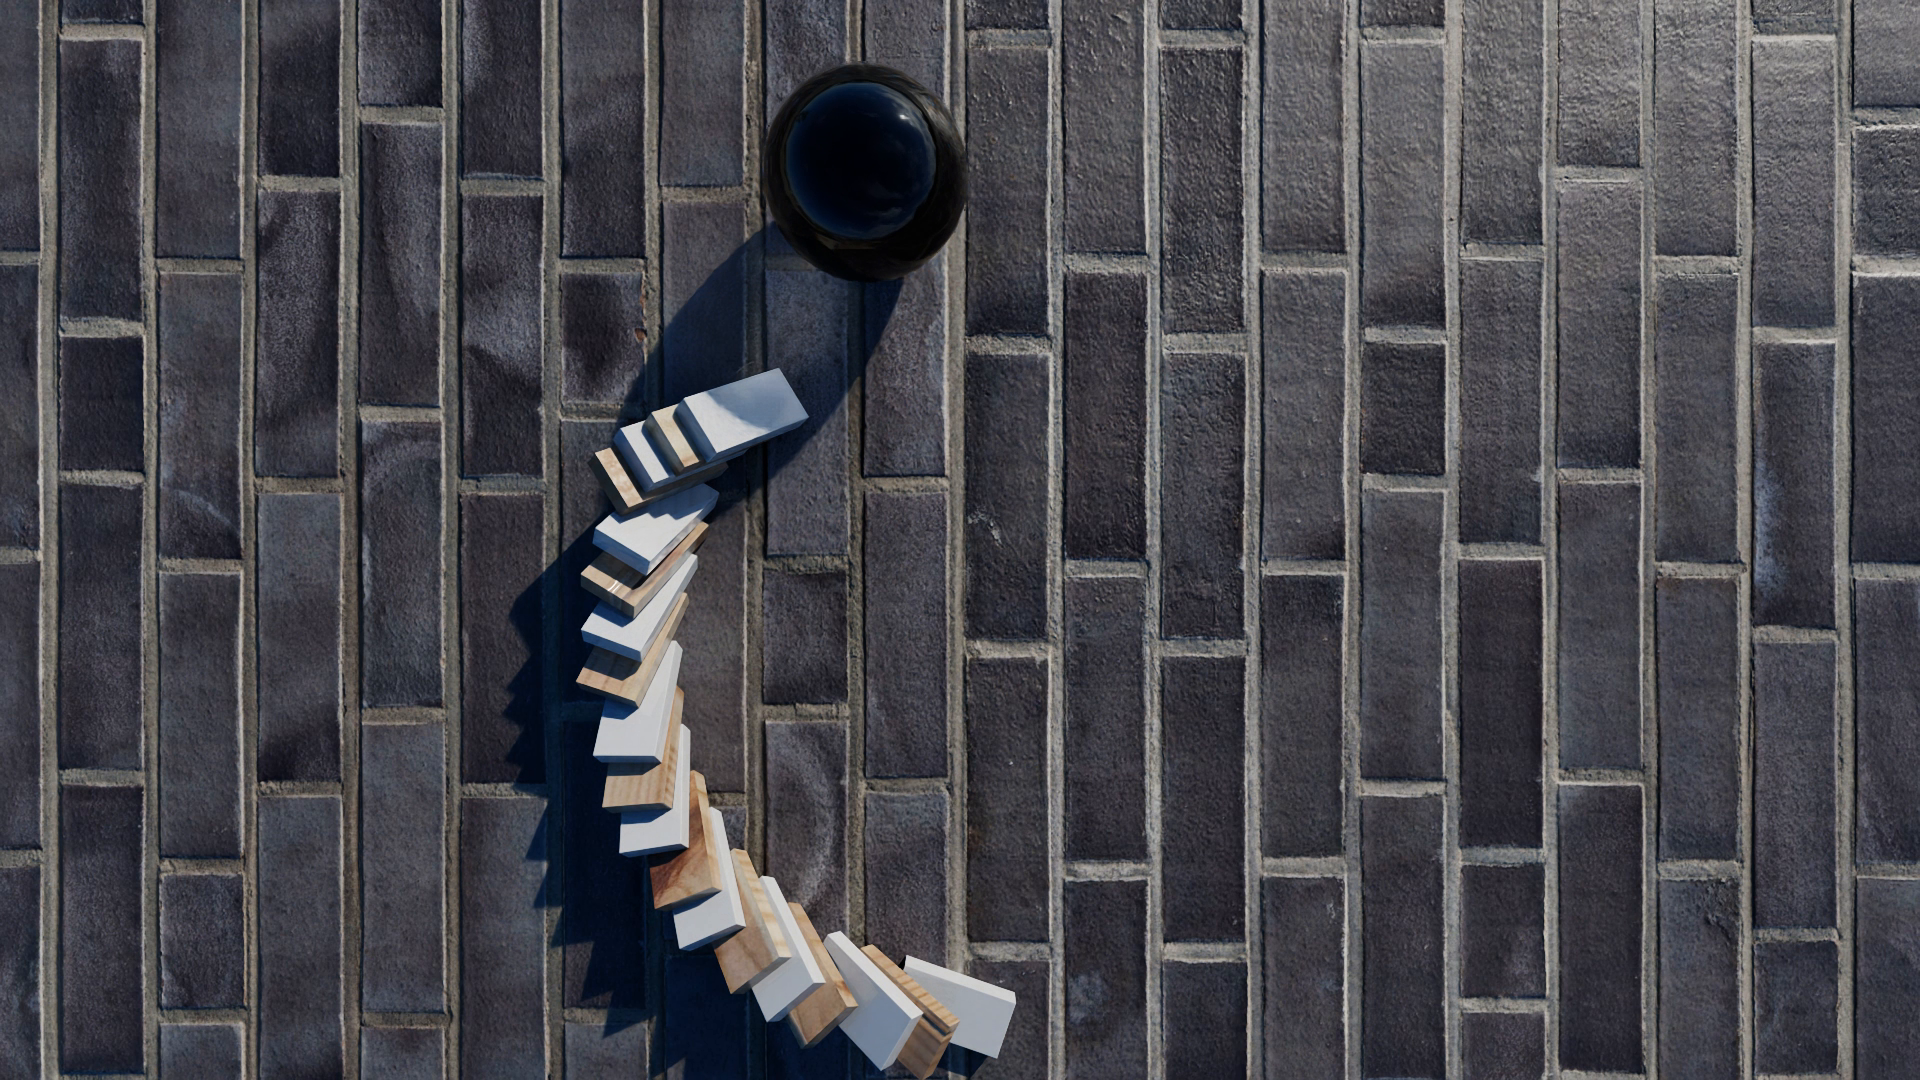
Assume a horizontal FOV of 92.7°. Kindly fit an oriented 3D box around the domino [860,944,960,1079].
[{"bbox_3d":[-0.027,0.197,0.383,0.050,0.009,0.025,28,92,29],"label":"domino"}]

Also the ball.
[{"bbox_3d":[-0.037,-0.142,0.360,0.080,0.080,0.080,0,90,0],"label":"ball"}]

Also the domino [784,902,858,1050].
[{"bbox_3d":[-0.067,0.181,0.382,0.025,0.010,0.050,-43,57,0],"label":"domino"}]

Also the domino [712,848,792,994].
[{"bbox_3d":[-0.092,0.158,0.382,0.025,0.009,0.050,-38,57,3],"label":"domino"}]

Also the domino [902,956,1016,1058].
[{"bbox_3d":[-0.004,0.201,0.395,0.050,0.010,0.025,19,90,0],"label":"domino"}]

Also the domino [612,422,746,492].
[{"bbox_3d":[-0.114,-0.040,0.379,0.050,0.009,0.025,-31,90,-45],"label":"domino"}]

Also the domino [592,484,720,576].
[{"bbox_3d":[-0.124,-0.010,0.378,0.025,0.050,0.009,31,132,0],"label":"domino"}]

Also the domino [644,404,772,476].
[{"bbox_3d":[-0.102,-0.047,0.379,0.050,0.010,0.025,-31,90,-45],"label":"domino"}]

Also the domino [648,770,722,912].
[{"bbox_3d":[-0.117,0.125,0.383,0.025,0.010,0.050,-21,59,1],"label":"domino"}]

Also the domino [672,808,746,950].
[{"bbox_3d":[-0.108,0.141,0.383,0.025,0.009,0.050,-23,59,0],"label":"domino"}]

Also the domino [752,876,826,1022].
[{"bbox_3d":[-0.079,0.170,0.382,0.025,0.010,0.050,-40,57,2],"label":"domino"}]

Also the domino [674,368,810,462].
[{"bbox_3d":[-0.089,-0.052,0.379,0.050,0.010,0.025,-31,90,-45],"label":"domino"}]

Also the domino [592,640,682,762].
[{"bbox_3d":[-0.134,0.067,0.383,0.025,0.009,0.050,0,60,2],"label":"domino"}]

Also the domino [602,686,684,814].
[{"bbox_3d":[-0.132,0.087,0.383,0.025,0.009,0.050,-5,59,2],"label":"domino"}]

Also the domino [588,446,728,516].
[{"bbox_3d":[-0.124,-0.031,0.379,0.050,0.009,0.025,-32,90,-45],"label":"domino"}]

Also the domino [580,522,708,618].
[{"bbox_3d":[-0.130,0.006,0.380,0.025,0.009,0.050,31,50,1],"label":"domino"}]

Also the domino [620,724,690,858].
[{"bbox_3d":[-0.127,0.104,0.384,0.025,0.009,0.050,-9,60,0],"label":"domino"}]

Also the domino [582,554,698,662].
[{"bbox_3d":[-0.132,0.024,0.381,0.025,0.009,0.050,20,52,0],"label":"domino"}]

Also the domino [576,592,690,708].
[{"bbox_3d":[-0.136,0.042,0.384,0.025,0.010,0.050,18,61,0],"label":"domino"}]

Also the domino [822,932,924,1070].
[{"bbox_3d":[-0.042,0.191,0.381,0.050,0.010,0.025,32,93,29],"label":"domino"}]
